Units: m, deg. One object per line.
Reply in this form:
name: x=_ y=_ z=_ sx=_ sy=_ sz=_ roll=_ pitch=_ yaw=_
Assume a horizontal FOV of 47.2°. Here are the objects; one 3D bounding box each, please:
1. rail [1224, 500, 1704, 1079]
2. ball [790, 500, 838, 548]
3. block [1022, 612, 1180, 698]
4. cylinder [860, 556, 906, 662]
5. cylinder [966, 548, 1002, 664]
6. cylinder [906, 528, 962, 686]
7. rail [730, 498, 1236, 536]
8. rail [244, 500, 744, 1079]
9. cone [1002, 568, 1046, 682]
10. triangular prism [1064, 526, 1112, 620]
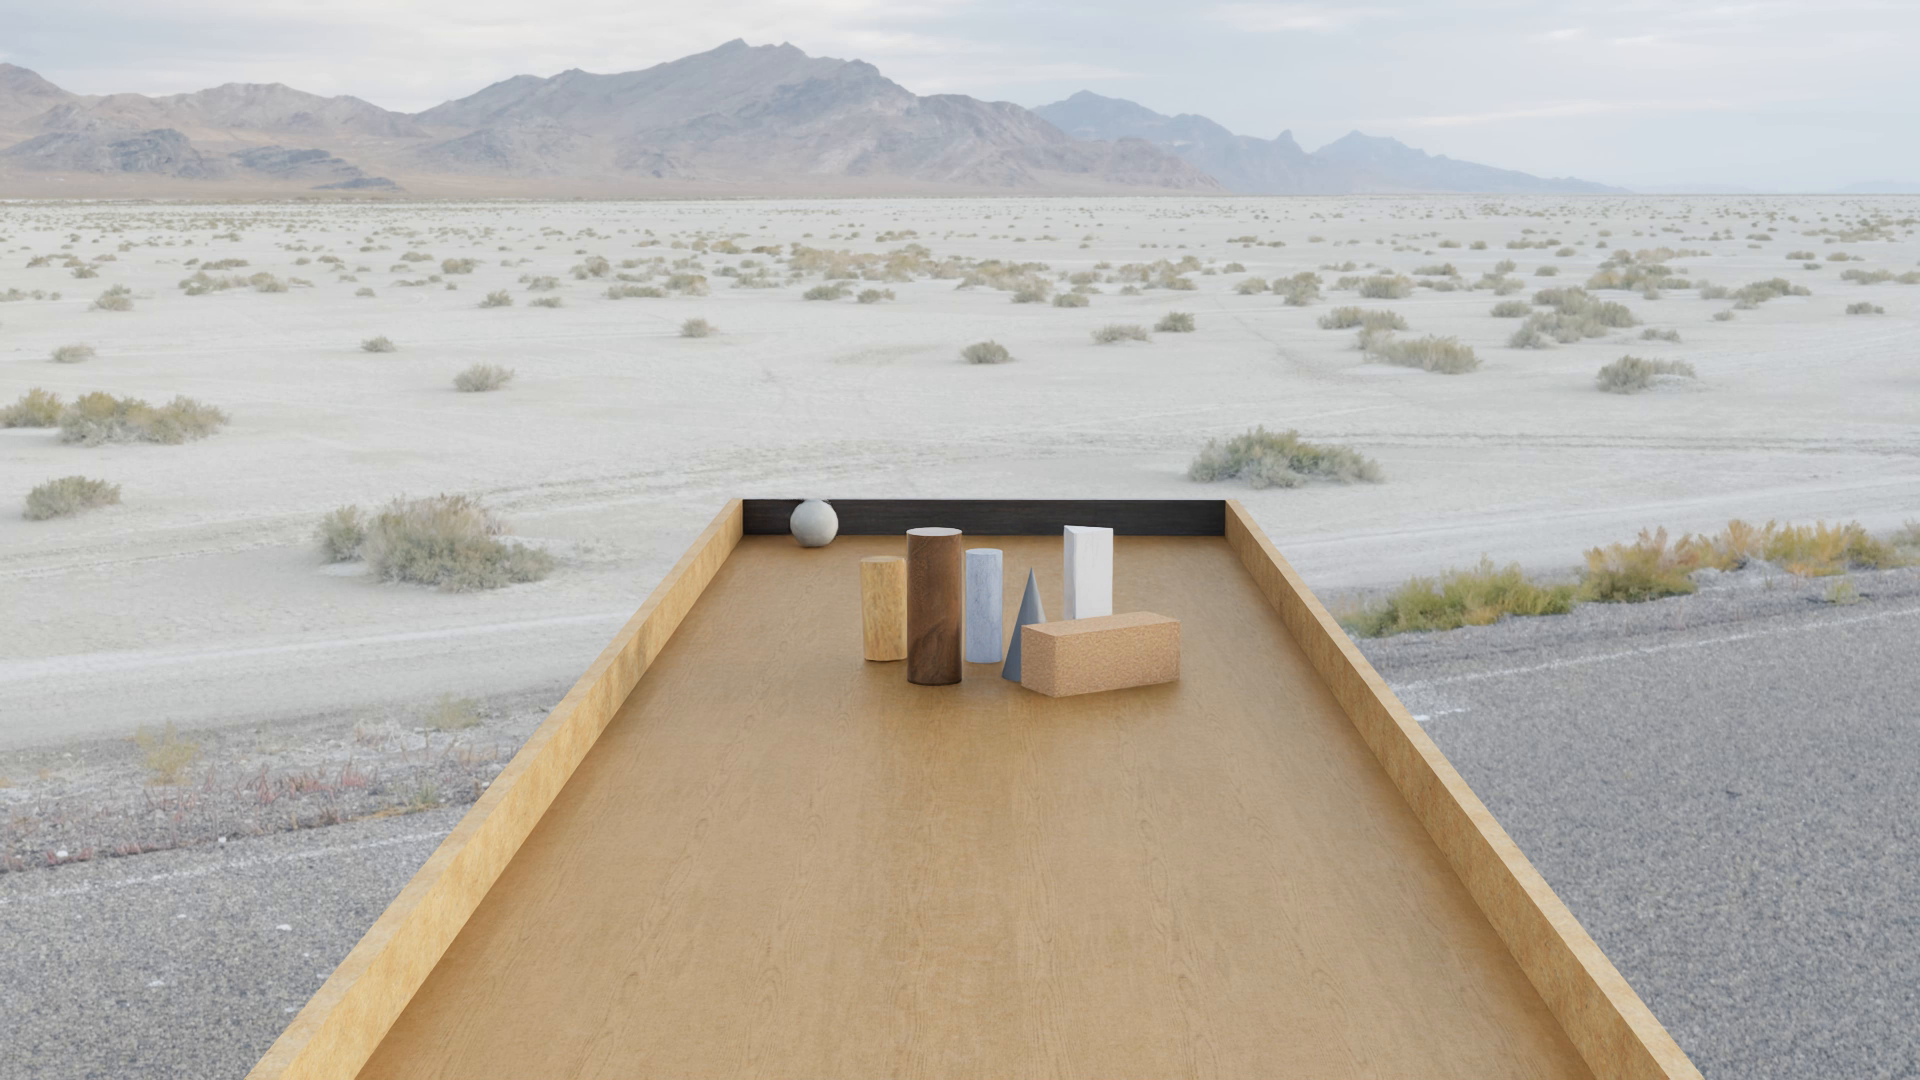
rail: x=1.046 y=0.843 z=3.208 sx=0.050 sy=0.150 sz=12.000 roll=0 pitch=9 yaw=1
ball: x=-0.585 y=-0.068 z=8.824 sx=0.192 sy=0.192 sz=0.192 roll=0 pitch=9 yaw=0
block: x=0.410 y=0.328 z=6.375 sx=0.438 sy=0.177 sz=0.177 roll=-5 pitch=10 yaw=-30
cylinder: x=-0.231 y=0.208 z=6.709 sx=0.136 sy=0.302 sz=0.136 roll=-2 pitch=7 yaw=0
cylinder: x=0.073 y=0.199 z=6.687 sx=0.113 sy=0.334 sz=0.113 roll=0 pitch=9 yaw=0
cylinder: x=-0.074 y=0.192 z=6.394 sx=0.161 sy=0.439 sz=0.161 roll=0 pitch=9 yaw=0
rail: x=0.099 y=-0.098 z=9.147 sx=2.100 sy=0.150 sz=0.050 roll=0 pitch=9 yaw=1
rail: x=-1.004 y=0.839 z=3.234 sx=0.050 sy=0.150 sz=12.000 roll=0 pitch=9 yaw=1
cone: x=0.210 y=0.237 z=6.455 sx=0.176 sy=0.331 sz=0.176 roll=0 pitch=9 yaw=0
triangular prism: x=0.363 y=0.162 z=6.712 sx=0.153 sy=0.400 sz=0.132 roll=-7 pitch=11 yaw=-38
